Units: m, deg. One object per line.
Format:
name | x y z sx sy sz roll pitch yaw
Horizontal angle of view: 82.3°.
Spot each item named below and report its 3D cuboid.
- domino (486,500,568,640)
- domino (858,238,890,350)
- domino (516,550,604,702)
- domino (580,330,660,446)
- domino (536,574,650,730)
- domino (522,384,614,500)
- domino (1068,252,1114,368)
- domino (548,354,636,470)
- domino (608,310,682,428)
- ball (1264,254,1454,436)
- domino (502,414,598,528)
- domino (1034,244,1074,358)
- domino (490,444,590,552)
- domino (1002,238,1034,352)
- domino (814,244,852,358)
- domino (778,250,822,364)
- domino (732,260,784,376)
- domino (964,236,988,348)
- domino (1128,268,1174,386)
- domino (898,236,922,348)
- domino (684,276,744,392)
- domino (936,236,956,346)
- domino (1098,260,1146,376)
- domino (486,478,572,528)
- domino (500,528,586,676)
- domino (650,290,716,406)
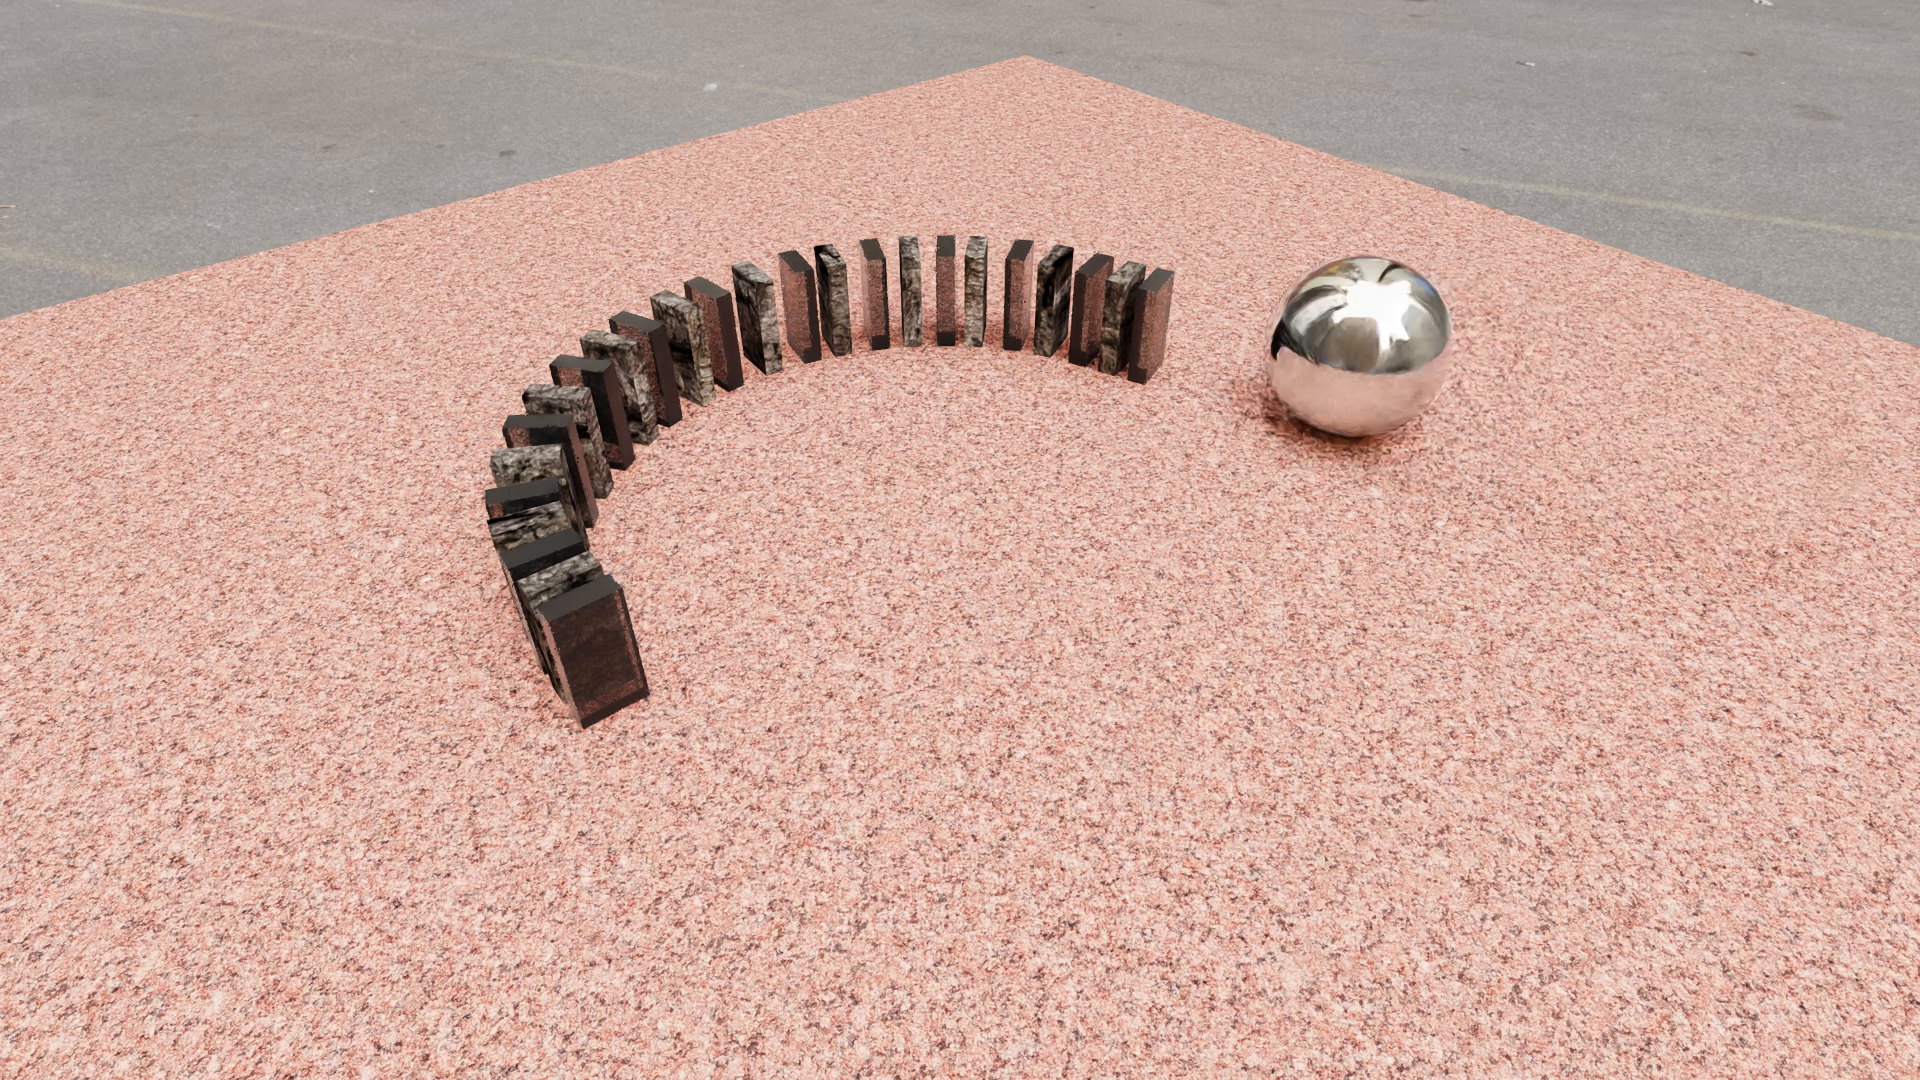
domino | -0.151 0.012 0.397 0.025 0.050 0.009 -18 43 -20
domino | -0.044 -0.126 0.565 0.009 0.050 0.025 -9 40 -10
domino | -0.131 0.030 0.375 0.025 0.050 0.010 -27 46 -29
domino | -0.152 -0.068 0.495 0.025 0.050 0.010 15 42 17
domino | -0.121 0.038 0.366 0.025 0.050 0.009 -28 47 -30
domino | -0.164 -0.041 0.461 0.025 0.050 0.009 4 40 5
domino | 0.066 -0.115 0.552 0.009 0.050 0.025 20 44 23
domino | -0.159 -0.055 0.479 0.025 0.050 0.010 10 40 12
domino | -0.145 -0.078 0.507 0.025 0.050 0.010 20 43 23
ball | 0.178 -0.087 0.494 0.080 0.080 0.080 0 39 0
domino | -0.165 -0.027 0.444 0.025 0.050 0.009 -1 39 -1
domino | 0.047 -0.121 0.560 0.009 0.050 0.025 17 42 19
domino | -0.162 -0.013 0.427 0.025 0.050 0.009 -6 40 -7
domino | 0.030 -0.125 0.565 0.010 0.050 0.025 9 40 11
domino | -0.064 -0.122 0.560 0.009 0.050 0.025 -14 41 -16
domino | -0.081 -0.117 0.555 0.010 0.050 0.025 -18 43 -21
domino | -0.100 -0.110 0.545 0.010 0.050 0.025 -25 45 -27
domino | 0.008 -0.128 0.568 0.010 0.050 0.025 4 39 5
domino | 0.093 -0.104 0.539 0.009 0.050 0.025 19 43 22
domino | -0.025 -0.128 0.568 0.010 0.050 0.025 -4 39 -4
domino | -0.119 -0.099 0.533 0.025 0.050 0.010 32 49 33
domino | -0.007 -0.128 0.568 0.010 0.050 0.025 0 39 1
domino | 0.080 -0.110 0.545 0.010 0.050 0.025 22 44 24
domino | -0.157 0.002 0.409 0.025 0.050 0.009 -12 41 -14
domino | -0.141 0.022 0.385 0.025 0.050 0.009 -24 45 -27
domino | -0.131 -0.091 0.522 0.025 0.050 0.009 27 46 29
